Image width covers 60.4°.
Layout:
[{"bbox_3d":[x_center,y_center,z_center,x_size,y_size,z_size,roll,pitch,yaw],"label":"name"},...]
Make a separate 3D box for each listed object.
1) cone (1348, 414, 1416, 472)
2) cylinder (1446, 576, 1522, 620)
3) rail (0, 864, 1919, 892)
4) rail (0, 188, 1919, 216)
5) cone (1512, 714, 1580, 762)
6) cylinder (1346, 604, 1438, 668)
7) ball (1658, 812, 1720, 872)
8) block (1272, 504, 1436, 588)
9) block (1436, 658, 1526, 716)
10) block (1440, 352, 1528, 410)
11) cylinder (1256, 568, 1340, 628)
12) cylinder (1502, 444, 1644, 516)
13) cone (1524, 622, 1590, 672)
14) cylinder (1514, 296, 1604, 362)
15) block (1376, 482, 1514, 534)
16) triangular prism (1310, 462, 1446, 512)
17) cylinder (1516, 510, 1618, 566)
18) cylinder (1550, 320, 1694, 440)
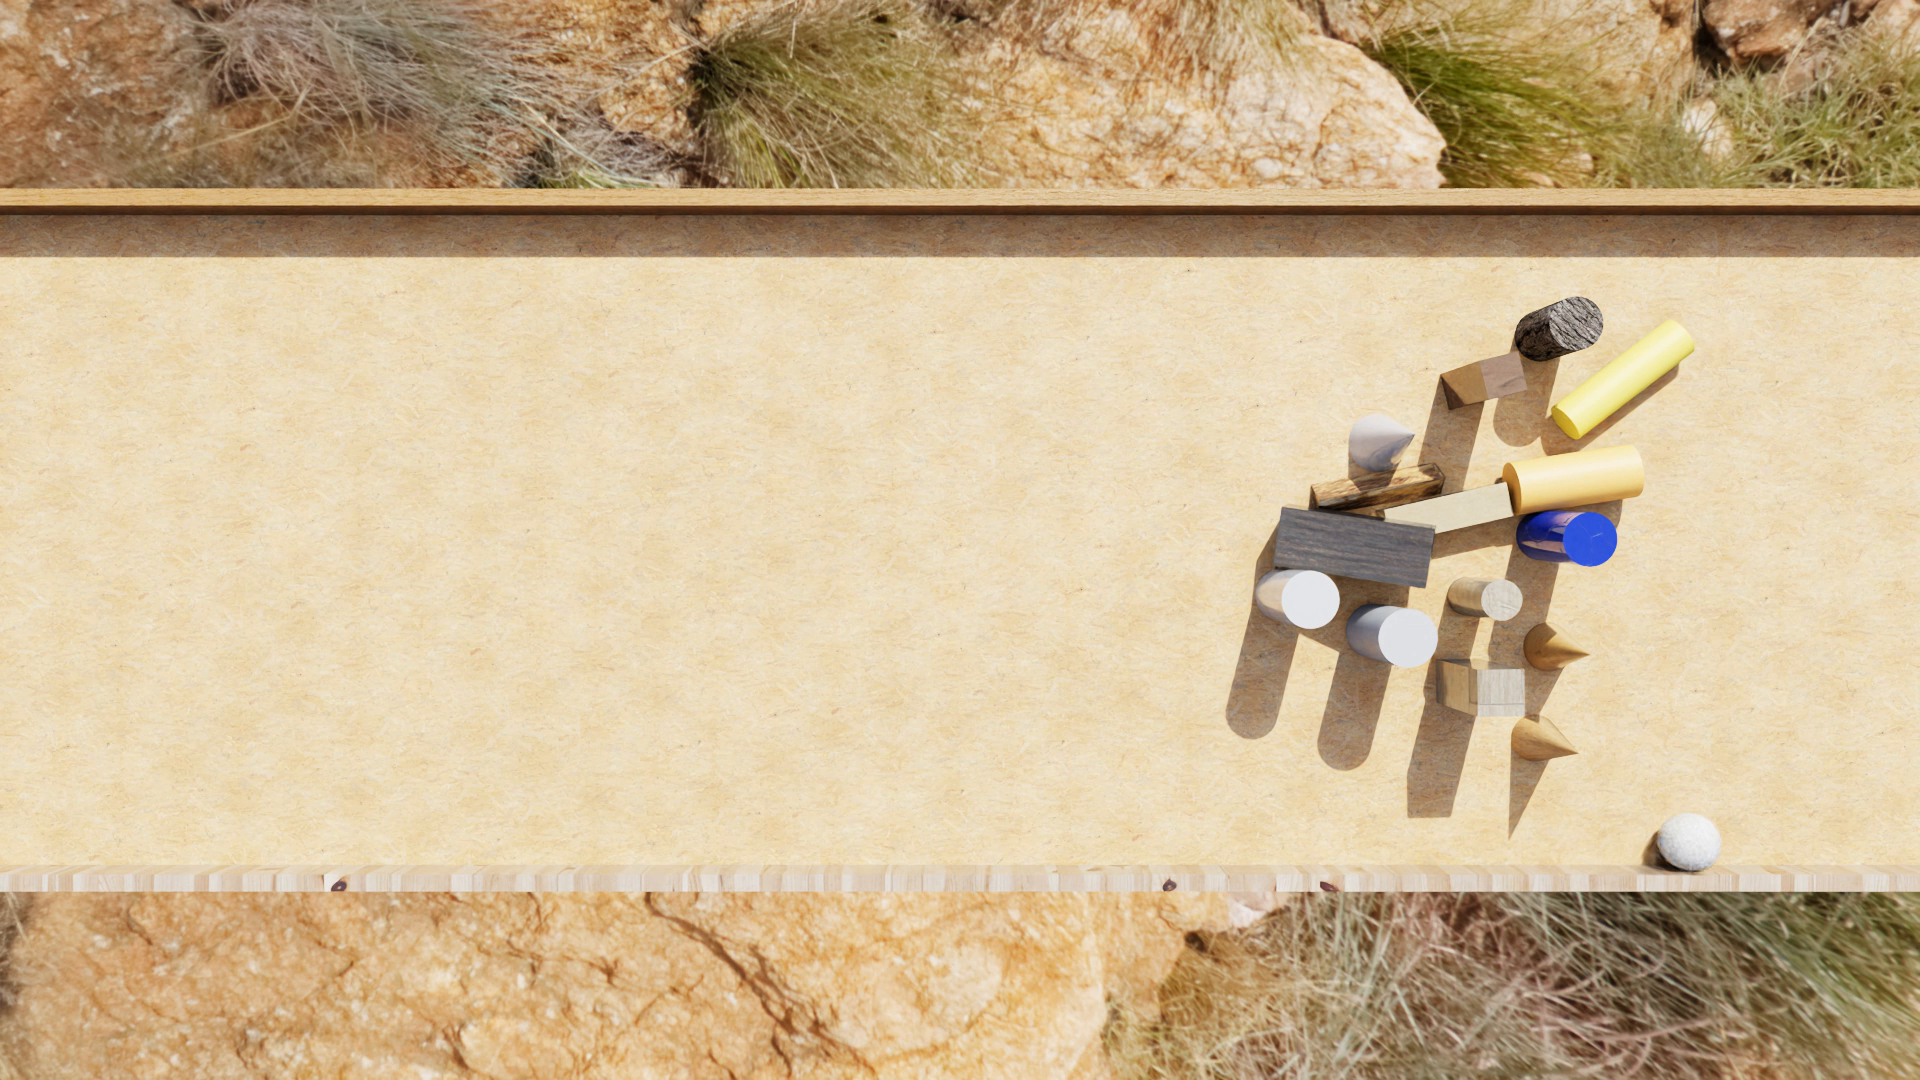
[{"bbox_3d":[1.285,-0.299,4.863,0.180,0.427,0.180,0,90,0],"label":"cone"},{"bbox_3d":[1.558,0.173,4.909,0.118,0.335,0.118,0,90,0],"label":"cylinder"},{"bbox_3d":[-2.247,1.025,5.001,12.000,0.150,0.050,0,90,0],"label":"rail"},{"bbox_3d":[-2.247,-1.025,5.002,12.000,0.150,0.050,0,90,0],"label":"rail"},{"bbox_3d":[1.768,0.609,4.891,0.145,0.370,0.145,0,90,0],"label":"cone"},{"bbox_3d":[1.271,0.279,4.877,0.168,0.399,0.168,0,90,0],"label":"cylinder"},{"bbox_3d":[2.205,0.913,4.989,0.174,0.174,0.174,0,90,0],"label":"ball"},{"bbox_3d":[1.178,0.015,4.919,0.442,0.176,0.176,9,97,17],"label":"block"},{"bbox_3d":[1.532,0.433,4.873,0.133,0.407,0.133,-1,90,0],"label":"block"},{"bbox_3d":[1.547,-0.469,4.886,0.115,0.381,0.115,-14,90,0],"label":"block"},{"bbox_3d":[0.991,0.169,4.868,0.164,0.417,0.164,0,90,0],"label":"cylinder"},{"bbox_3d":[1.854,-0.183,4.995,0.370,0.163,0.163,-9,90,0],"label":"cylinder"},{"bbox_3d":[1.809,0.329,4.902,0.151,0.348,0.151,0,90,0],"label":"cone"},{"bbox_3d":[1.785,-0.627,4.926,0.157,0.302,0.157,0,90,0],"label":"cylinder"},{"bbox_3d":[1.474,-0.082,5.024,0.377,0.104,0.104,-13,90,0],"label":"block"},{"bbox_3d":[1.279,-0.157,5.033,0.388,0.083,0.096,-10,90,0],"label":"triangular prism"},{"bbox_3d":[1.788,-0.008,4.877,0.155,0.393,0.155,0,92,0],"label":"cylinder"},{"bbox_3d":[2.014,-0.487,5.014,0.437,0.125,0.125,-37,90,0],"label":"cylinder"}]
